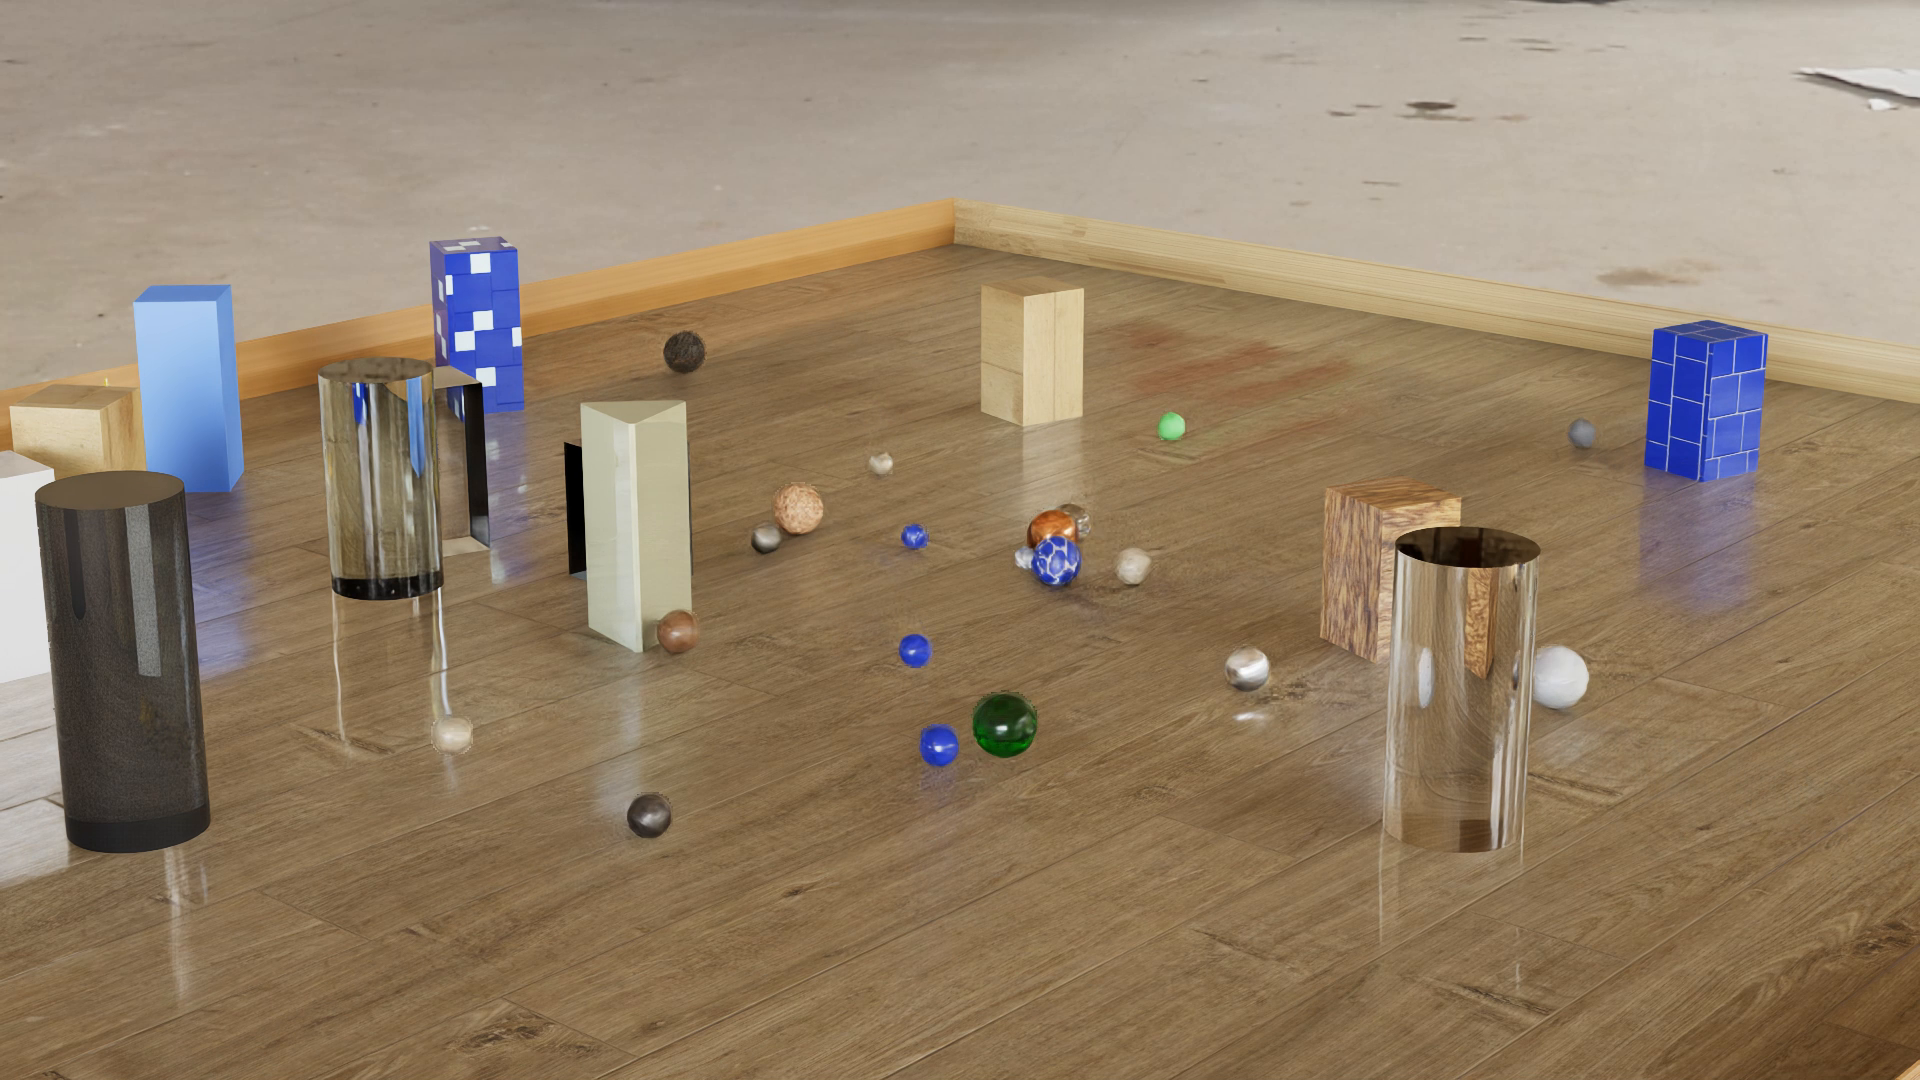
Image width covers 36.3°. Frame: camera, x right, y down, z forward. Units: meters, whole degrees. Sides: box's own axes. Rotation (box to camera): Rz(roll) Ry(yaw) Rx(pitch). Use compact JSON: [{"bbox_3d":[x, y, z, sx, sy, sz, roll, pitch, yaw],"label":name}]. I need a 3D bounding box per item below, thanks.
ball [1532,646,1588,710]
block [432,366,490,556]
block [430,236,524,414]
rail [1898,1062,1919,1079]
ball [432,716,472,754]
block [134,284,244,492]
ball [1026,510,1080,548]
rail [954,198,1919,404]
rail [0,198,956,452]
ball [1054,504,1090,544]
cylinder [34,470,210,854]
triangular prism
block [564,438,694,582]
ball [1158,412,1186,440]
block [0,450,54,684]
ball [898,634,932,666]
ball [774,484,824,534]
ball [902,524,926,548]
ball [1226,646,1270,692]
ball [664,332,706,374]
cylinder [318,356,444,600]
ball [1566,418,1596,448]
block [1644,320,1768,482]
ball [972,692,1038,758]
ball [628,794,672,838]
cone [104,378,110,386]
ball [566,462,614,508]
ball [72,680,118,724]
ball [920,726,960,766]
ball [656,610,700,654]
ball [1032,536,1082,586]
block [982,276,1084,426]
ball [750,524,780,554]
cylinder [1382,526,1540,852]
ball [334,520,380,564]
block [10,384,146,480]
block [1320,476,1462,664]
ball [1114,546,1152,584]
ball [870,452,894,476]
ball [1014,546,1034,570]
[{"bbox_3d":[0.930,0.214,4.570,0.098,0.098,0.098,0,17,0],"label":"ball"},{"bbox_3d":[-0.972,-0.142,5.374,0.157,0.315,0.157,-10,19,-29],"label":"block"},{"bbox_3d":[-1.051,-0.466,6.381,0.157,0.356,0.157,-7,18,-21],"label":"block"},{"bbox_3d":[1.581,0.428,3.806,0.045,0.128,4.822,14,22,39],"label":"rail"},{"bbox_3d":[-0.759,0.291,4.384,0.058,0.058,0.058,0,17,0],"label":"ball"},{"bbox_3d":[-1.518,-0.299,5.782,0.157,0.382,0.157,-1,17,-3],"label":"block"},{"bbox_3d":[0.168,-0.008,5.294,0.095,0.095,0.095,0,17,0],"label":"ball"},{"bbox_3d":[1.565,-0.488,6.846,4.234,0.128,0.045,14,22,39],"label":"rail"},{"bbox_3d":[-1.581,-0.364,6.434,0.045,0.128,4.822,14,22,39],"label":"rail"},{"bbox_3d":[0.202,-0.029,5.410,0.079,0.079,0.079,0,17,0],"label":"ball"},{"bbox_3d":[-1.153,0.167,4.047,0.197,0.491,0.197,0,17,0],"label":"cylinder"},{"bbox_3d":[-0.518,-0.033,4.886,0.147,0.389,0.170,-12,20,-34],"label":"triangular prism"},{"bbox_3d":[-0.588,-0.055,5.208,0.157,0.246,0.157,-16,23,-42],"label":"block"},{"bbox_3d":[0.443,-0.238,6.142,0.057,0.057,0.057,0,17,0],"label":"ball"},{"bbox_3d":[-1.555,0.045,4.725,0.157,0.333,0.157,-15,22,-40],"label":"block"},{"bbox_3d":[-0.074,0.179,4.765,0.054,0.054,0.054,0,17,0],"label":"ball"},{"bbox_3d":[-0.302,-0.057,5.476,0.094,0.094,0.094,0,17,0],"label":"ball"},{"bbox_3d":[-0.085,-0.007,5.393,0.047,0.047,0.047,0,17,0],"label":"ball"},{"bbox_3d":[0.456,0.205,4.648,0.071,0.071,0.071,0,17,0],"label":"ball"},{"bbox_3d":[-0.631,-0.429,6.709,0.095,0.095,0.095,0,17,0],"label":"ball"},{"bbox_3d":[-1.013,-0.109,5.138,0.197,0.389,0.197,0,17,0],"label":"cylinder"},{"bbox_3d":[1.288,-0.222,6.083,0.060,0.060,0.060,0,17,0],"label":"ball"},{"bbox_3d":[1.499,-0.281,5.895,0.157,0.282,0.157,-11,20,-33],"label":"block"},{"bbox_3d":[0.067,0.276,4.368,0.096,0.096,0.096,0,17,0],"label":"ball"},{"bbox_3d":[-0.431,0.384,4.071,0.062,0.062,0.062,0,17,0],"label":"ball"},{"bbox_3d":[-1.560,-0.149,5.398,0.197,0.316,0.197,0,17,0],"label":"cone"},{"bbox_3d":[-0.712,-0.106,5.645,0.090,0.090,0.090,0,17,0],"label":"ball"},{"bbox_3d":[-1.330,0.249,4.510,0.066,0.066,0.066,0,17,0],"label":"ball"},{"bbox_3d":[-0.030,0.305,4.334,0.061,0.061,0.061,0,17,0],"label":"ball"},{"bbox_3d":[-0.464,0.151,4.825,0.072,0.072,0.072,0,17,0],"label":"ball"},{"bbox_3d":[0.171,0.037,5.175,0.089,0.089,0.089,0,17,0],"label":"ball"},{"bbox_3d":[0.155,-0.409,6.319,0.157,0.282,0.157,-11,20,-33],"label":"block"},{"bbox_3d":[-0.356,-0.003,5.363,0.056,0.056,0.056,0,17,0],"label":"ball"},{"bbox_3d":[0.693,0.205,4.060,0.197,0.410,0.197,0,17,0],"label":"cylinder"},{"bbox_3d":[-1.090,0.004,5.297,0.082,0.082,0.082,0,17,0],"label":"ball"},{"bbox_3d":[-1.477,-0.053,4.952,0.157,0.389,0.157,3,17,9],"label":"block"},{"bbox_3d":[0.710,0.046,4.845,0.157,0.261,0.157,-9,19,-28],"label":"block"},{"bbox_3d":[0.306,0.045,5.184,0.067,0.067,0.067,0,17,0],"label":"ball"},{"bbox_3d":[-0.158,-0.153,5.877,0.047,0.047,0.047,0,17,0],"label":"ball"},{"bbox_3d":[0.119,0.033,5.269,0.042,0.042,0.042,0,17,0],"label":"ball"}]
